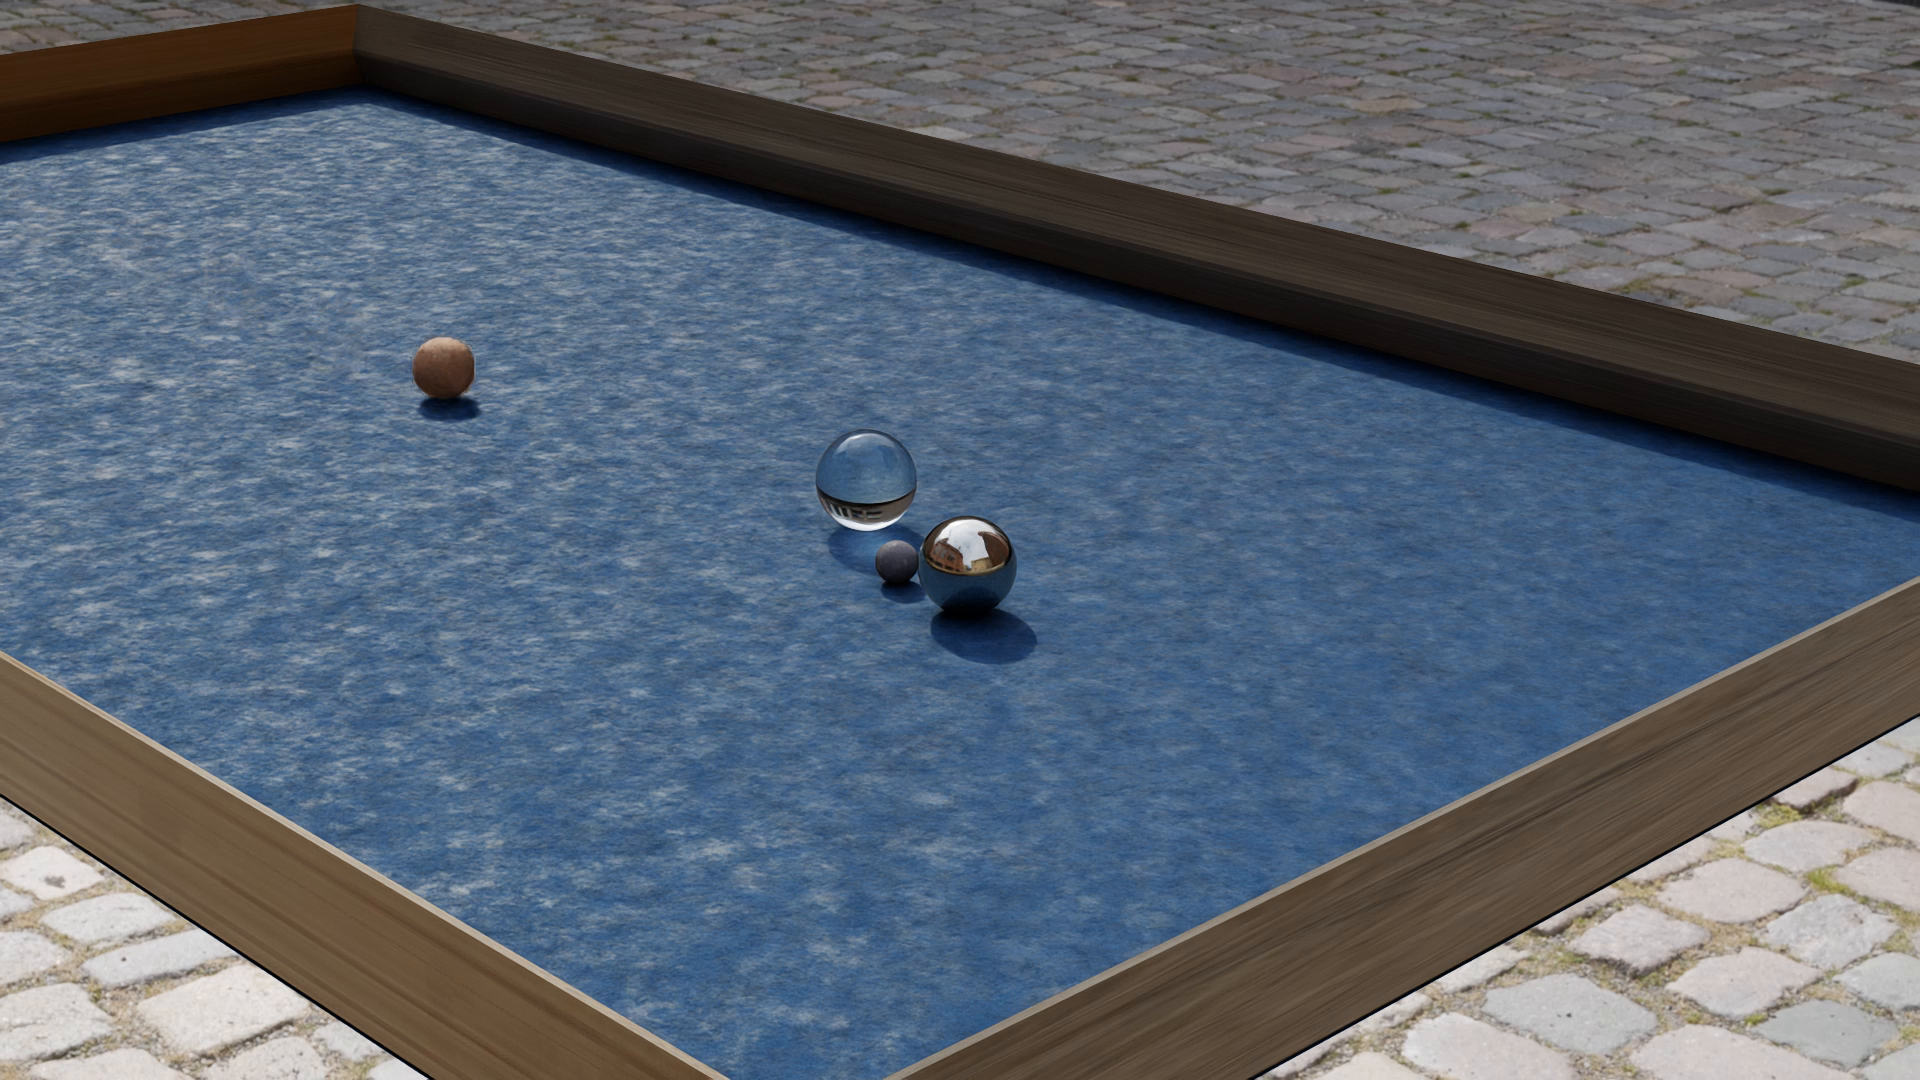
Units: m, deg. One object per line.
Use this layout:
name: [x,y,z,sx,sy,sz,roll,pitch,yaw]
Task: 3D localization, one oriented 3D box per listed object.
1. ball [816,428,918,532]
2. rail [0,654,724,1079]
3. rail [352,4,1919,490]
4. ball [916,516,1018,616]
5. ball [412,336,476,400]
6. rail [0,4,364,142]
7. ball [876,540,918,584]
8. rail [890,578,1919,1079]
ball: [-0.090,-0.058,2.840,0.099,0.099,0.099,0,20,0]
rail: [-1.146,-0.018,2.688,0.045,0.128,3.109,-18,27,-40]
rail: [0.071,-0.423,3.779,0.045,0.128,3.109,-18,27,-40]
ball: [0.006,0.023,2.635,0.090,0.090,0.090,0,20,0]
ball: [-0.568,-0.189,3.239,0.068,0.068,0.068,0,20,0]
rail: [-1.596,-0.605,4.271,1.731,0.128,0.045,-18,27,-40]
ball: [-0.058,0.020,2.714,0.040,0.040,0.040,0,20,0]
rail: [0.521,0.164,2.196,1.731,0.128,0.045,-18,27,-40]
